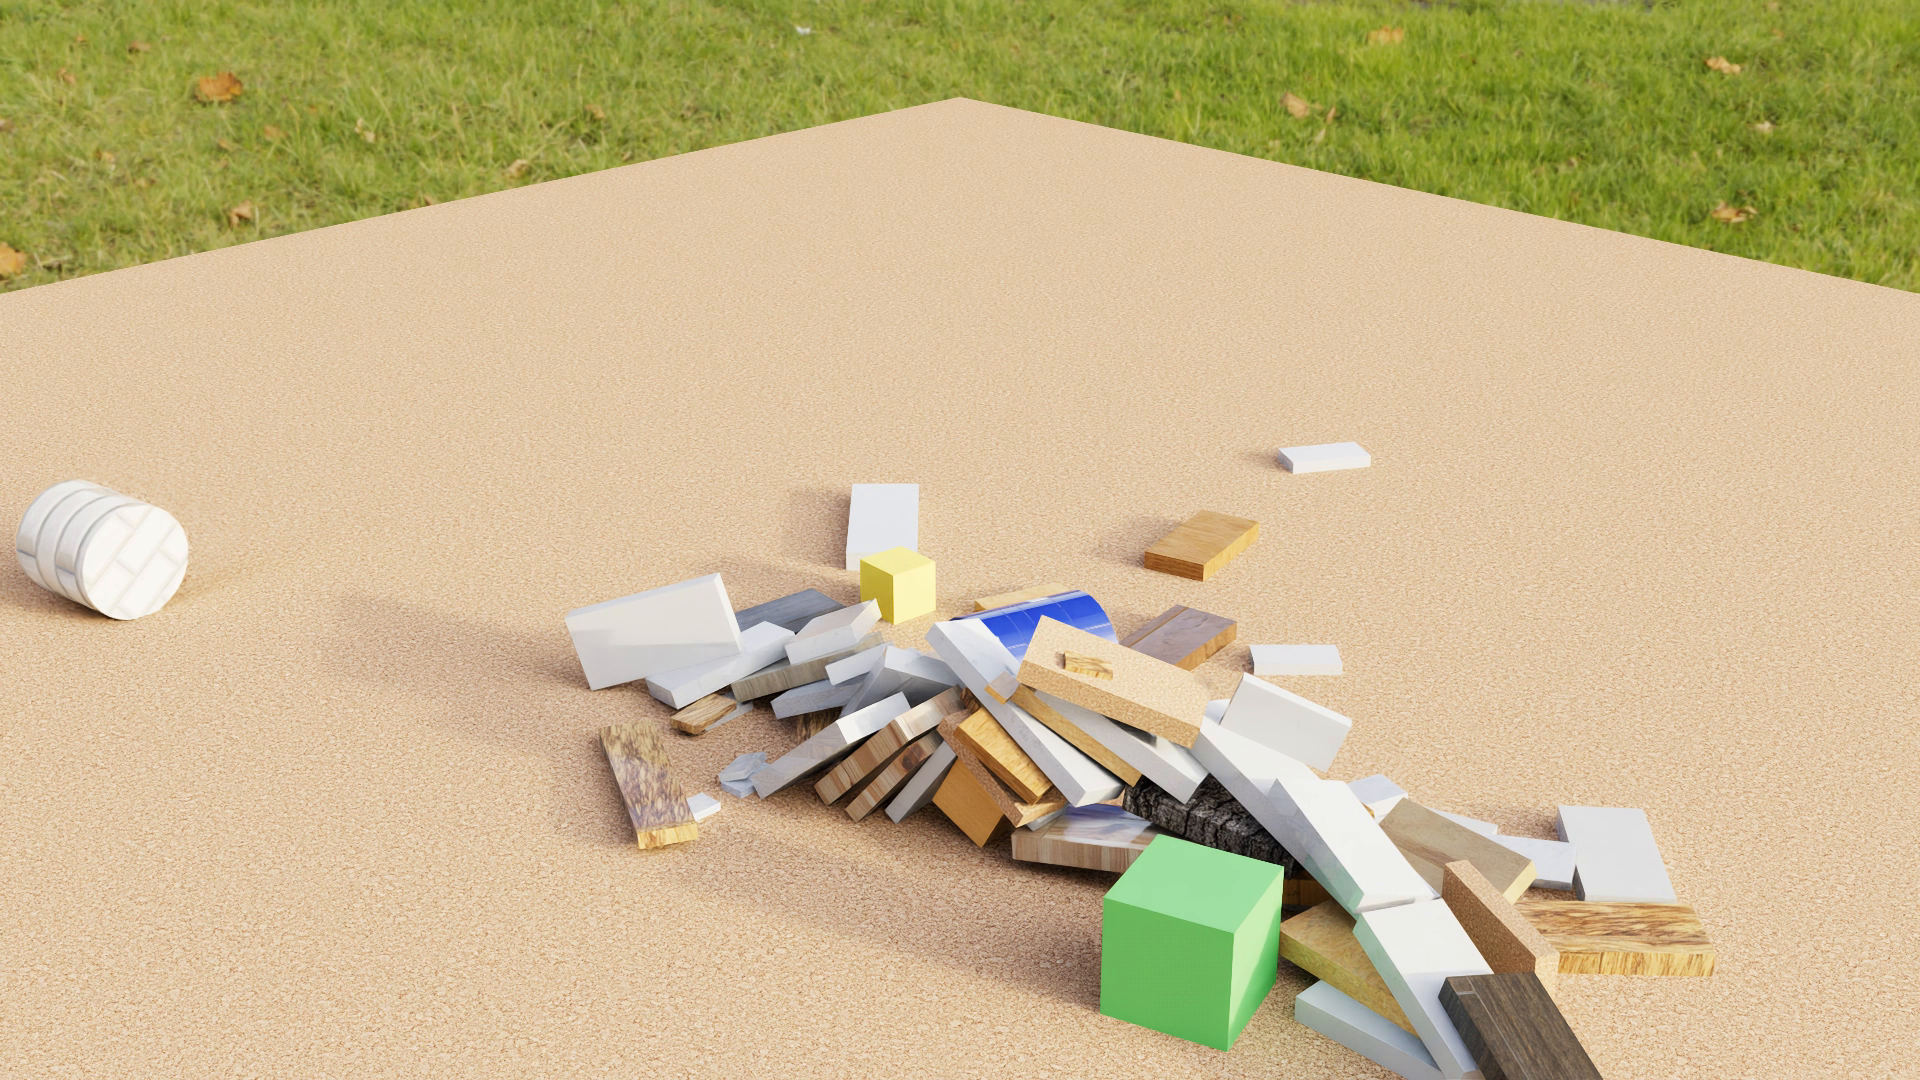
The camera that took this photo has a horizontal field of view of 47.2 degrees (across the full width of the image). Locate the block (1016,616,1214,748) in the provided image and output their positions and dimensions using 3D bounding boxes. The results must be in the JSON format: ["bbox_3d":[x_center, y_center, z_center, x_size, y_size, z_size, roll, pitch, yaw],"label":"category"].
[{"bbox_3d":[0.295,0.267,4.166,0.352,0.050,0.176,21,30,4],"label":"block"}]

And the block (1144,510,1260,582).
[{"bbox_3d":[0.626,0.012,5.672,0.165,0.047,0.330,14,27,29],"label":"block"}]

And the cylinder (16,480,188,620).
[{"bbox_3d":[-2.086,0.021,5.351,0.283,0.283,0.283,17,28,34],"label":"cylinder"}]

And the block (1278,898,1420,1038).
[{"bbox_3d":[0.728,0.739,3.835,0.169,0.048,0.338,-17,29,-35],"label":"block"}]

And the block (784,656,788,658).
[{"bbox_3d":[-0.285,0.269,5.020,0.282,0.040,0.141,14,16,38],"label":"block"}]

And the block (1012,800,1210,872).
[{"bbox_3d":[0.300,0.572,4.221,0.359,0.051,0.180,3,19,26],"label":"block"}]

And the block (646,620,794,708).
[{"bbox_3d":[-0.532,0.278,4.925,0.313,0.044,0.157,-26,19,-24],"label":"block"}]

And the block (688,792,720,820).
[{"bbox_3d":[-0.549,0.549,4.446,0.119,0.017,0.059,-21,31,-40],"label":"block"}]

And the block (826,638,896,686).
[{"bbox_3d":[-0.202,0.251,4.576,0.144,0.041,0.288,-21,0,-2],"label":"block"}]

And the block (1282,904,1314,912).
[{"bbox_3d":[0.599,0.665,4.159,0.153,0.022,0.077,9,21,20],"label":"block"}]

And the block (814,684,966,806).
[{"bbox_3d":[-0.138,0.414,4.409,0.177,0.050,0.355,-26,-11,-41],"label":"block"}]

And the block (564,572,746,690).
[{"bbox_3d":[-0.682,0.205,4.916,0.360,0.180,0.051,-14,18,11],"label":"block"}]

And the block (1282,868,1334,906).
[{"bbox_3d":[0.554,0.619,4.167,0.359,0.051,0.180,2,18,21],"label":"block"}]

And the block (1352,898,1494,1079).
[{"bbox_3d":[0.816,0.754,3.677,0.169,0.048,0.338,-5,42,-24],"label":"block"}]

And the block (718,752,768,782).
[{"bbox_3d":[-0.452,0.472,4.585,0.059,0.017,0.119,-10,11,20],"label":"block"}]

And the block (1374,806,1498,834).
[{"bbox_3d":[0.940,0.576,4.363,0.221,0.031,0.111,13,26,27],"label":"block"}]

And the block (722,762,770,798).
[{"bbox_3d":[-0.432,0.498,4.567,0.059,0.017,0.119,19,29,37],"label":"block"}]

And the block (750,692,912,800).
[{"bbox_3d":[-0.261,0.416,4.435,0.177,0.050,0.355,-22,-10,-41],"label":"block"}]

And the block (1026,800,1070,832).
[{"bbox_3d":[0.110,0.469,4.279,0.201,0.028,0.100,45,40,19],"label":"block"}]

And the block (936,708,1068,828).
[{"bbox_3d":[0.082,0.431,4.251,0.128,0.036,0.257,-16,56,-43],"label":"block"}]

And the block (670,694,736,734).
[{"bbox_3d":[-0.559,0.378,4.793,0.071,0.020,0.141,14,27,30],"label":"block"}]

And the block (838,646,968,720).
[{"bbox_3d":[-0.124,0.342,4.490,0.177,0.355,0.050,17,54,-13],"label":"block"}]

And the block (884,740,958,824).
[{"bbox_3d":[-0.041,0.460,4.384,0.036,0.257,0.128,48,41,12],"label":"block"}]

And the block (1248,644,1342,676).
[{"bbox_3d":[0.773,0.276,5.073,0.201,0.028,0.100,0,23,0],"label":"block"}]

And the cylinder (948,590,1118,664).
[{"bbox_3d":[0.149,0.279,4.731,0.292,0.292,0.292,-12,26,-26],"label":"cylinder"}]

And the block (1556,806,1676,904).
[{"bbox_3d":[1.261,0.619,4.242,0.166,0.047,0.332,2,23,5],"label":"block"}]

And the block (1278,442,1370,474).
[{"bbox_3d":[1.038,-0.235,6.273,0.234,0.033,0.117,-6,24,-13],"label":"block"}]

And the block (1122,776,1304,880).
[{"bbox_3d":[0.508,0.524,4.161,0.359,0.051,0.180,20,23,29],"label":"block"}]

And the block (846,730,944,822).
[{"bbox_3d":[-0.116,0.464,4.384,0.036,0.256,0.128,51,42,10],"label":"block"}]

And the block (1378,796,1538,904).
[{"bbox_3d":[0.913,0.613,4.156,0.158,0.045,0.316,-44,38,-18],"label":"block"}]
